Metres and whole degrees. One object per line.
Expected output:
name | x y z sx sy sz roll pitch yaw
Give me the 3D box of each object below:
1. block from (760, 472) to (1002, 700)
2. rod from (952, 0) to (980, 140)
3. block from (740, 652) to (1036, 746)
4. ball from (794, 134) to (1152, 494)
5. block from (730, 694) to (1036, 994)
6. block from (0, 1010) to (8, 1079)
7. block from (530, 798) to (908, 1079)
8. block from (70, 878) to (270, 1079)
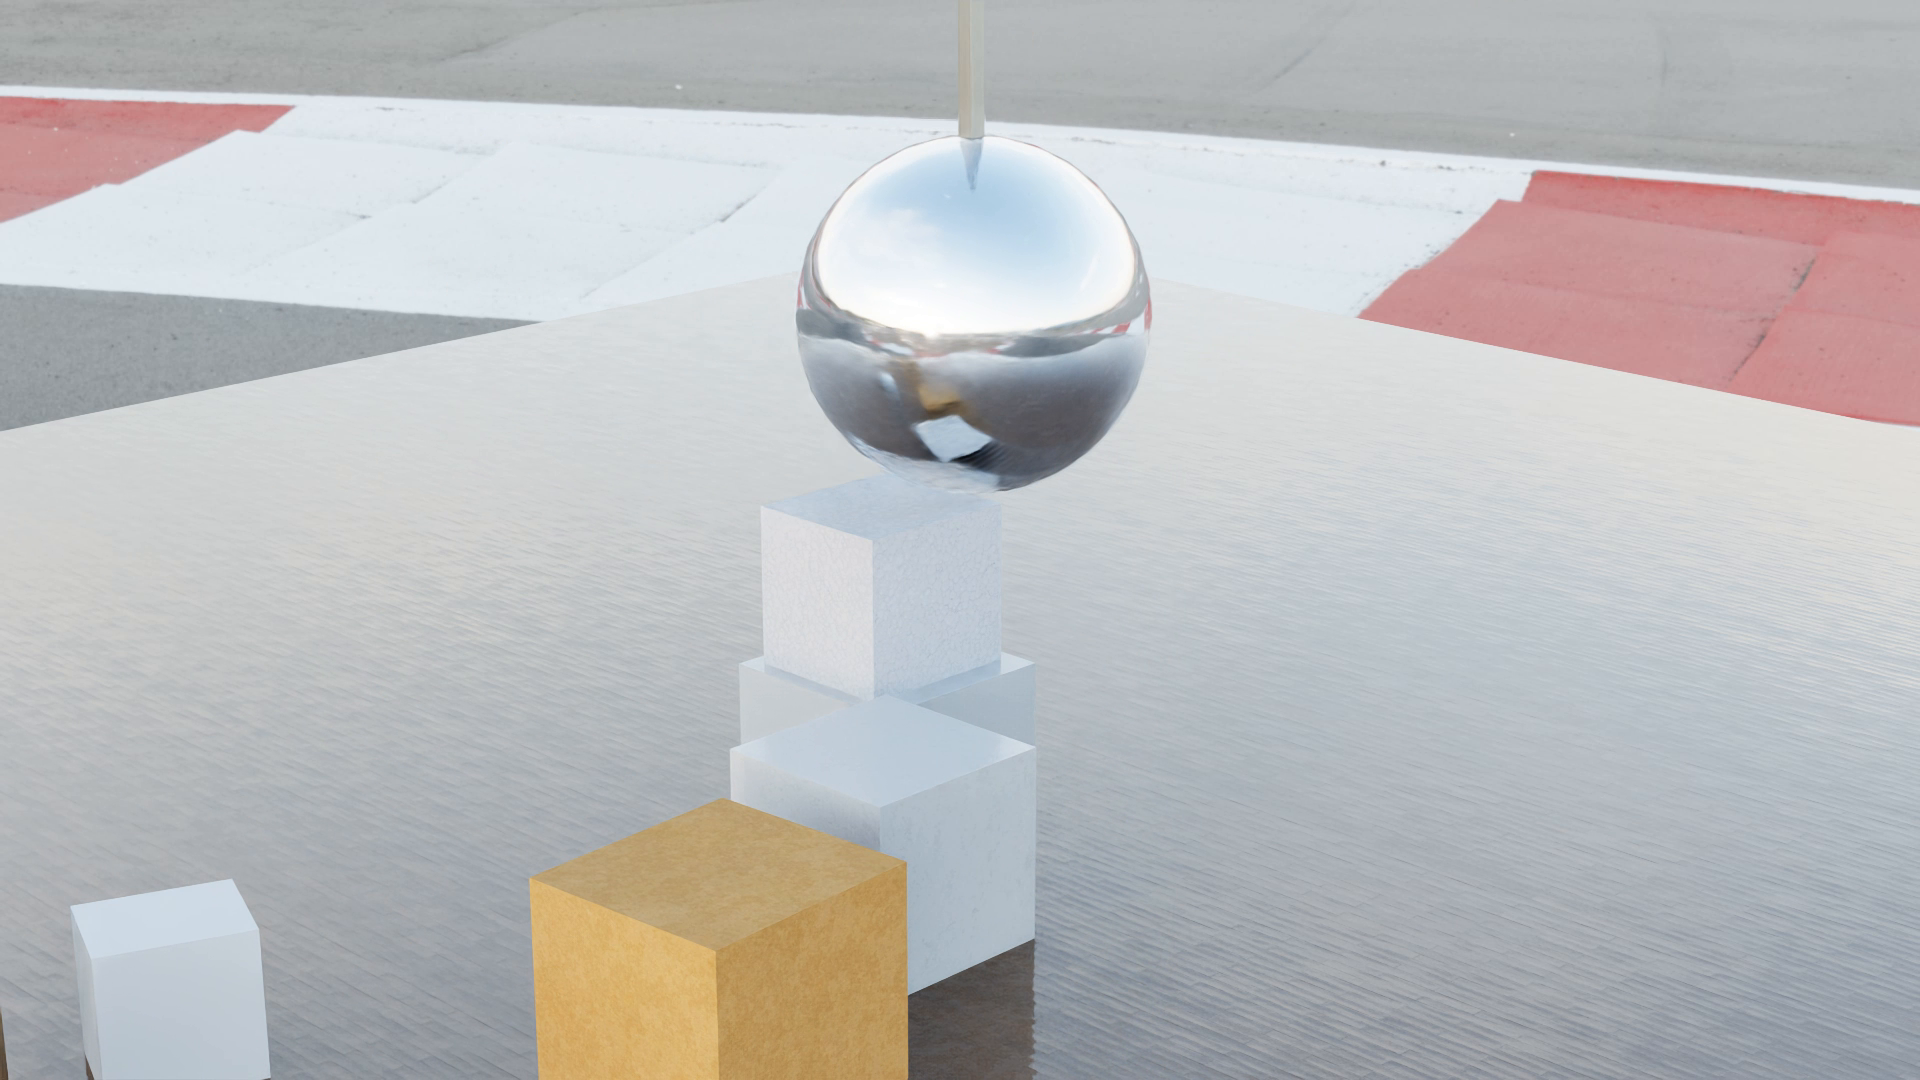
block | -0.366 0.204 13.769 0.830 0.774 0.756 -17 24 -42
rod | 0.026 -4.238 12.037 0.080 5.200 0.080 -17 24 -42
block | -0.344 0.959 13.974 0.986 0.790 0.996 17 24 42
ball | 0.060 -1.005 13.088 1.600 1.600 1.600 0 17 0
block | -0.328 1.316 12.665 0.921 0.895 0.931 16 24 42
block | -3.521 2.241 9.492 0.874 1.033 0.972 -5 18 -16
block | -0.922 1.706 11.367 0.997 0.930 1.043 14 22 38
block | -3.122 1.786 11.590 0.635 0.642 0.528 -8 19 -23
